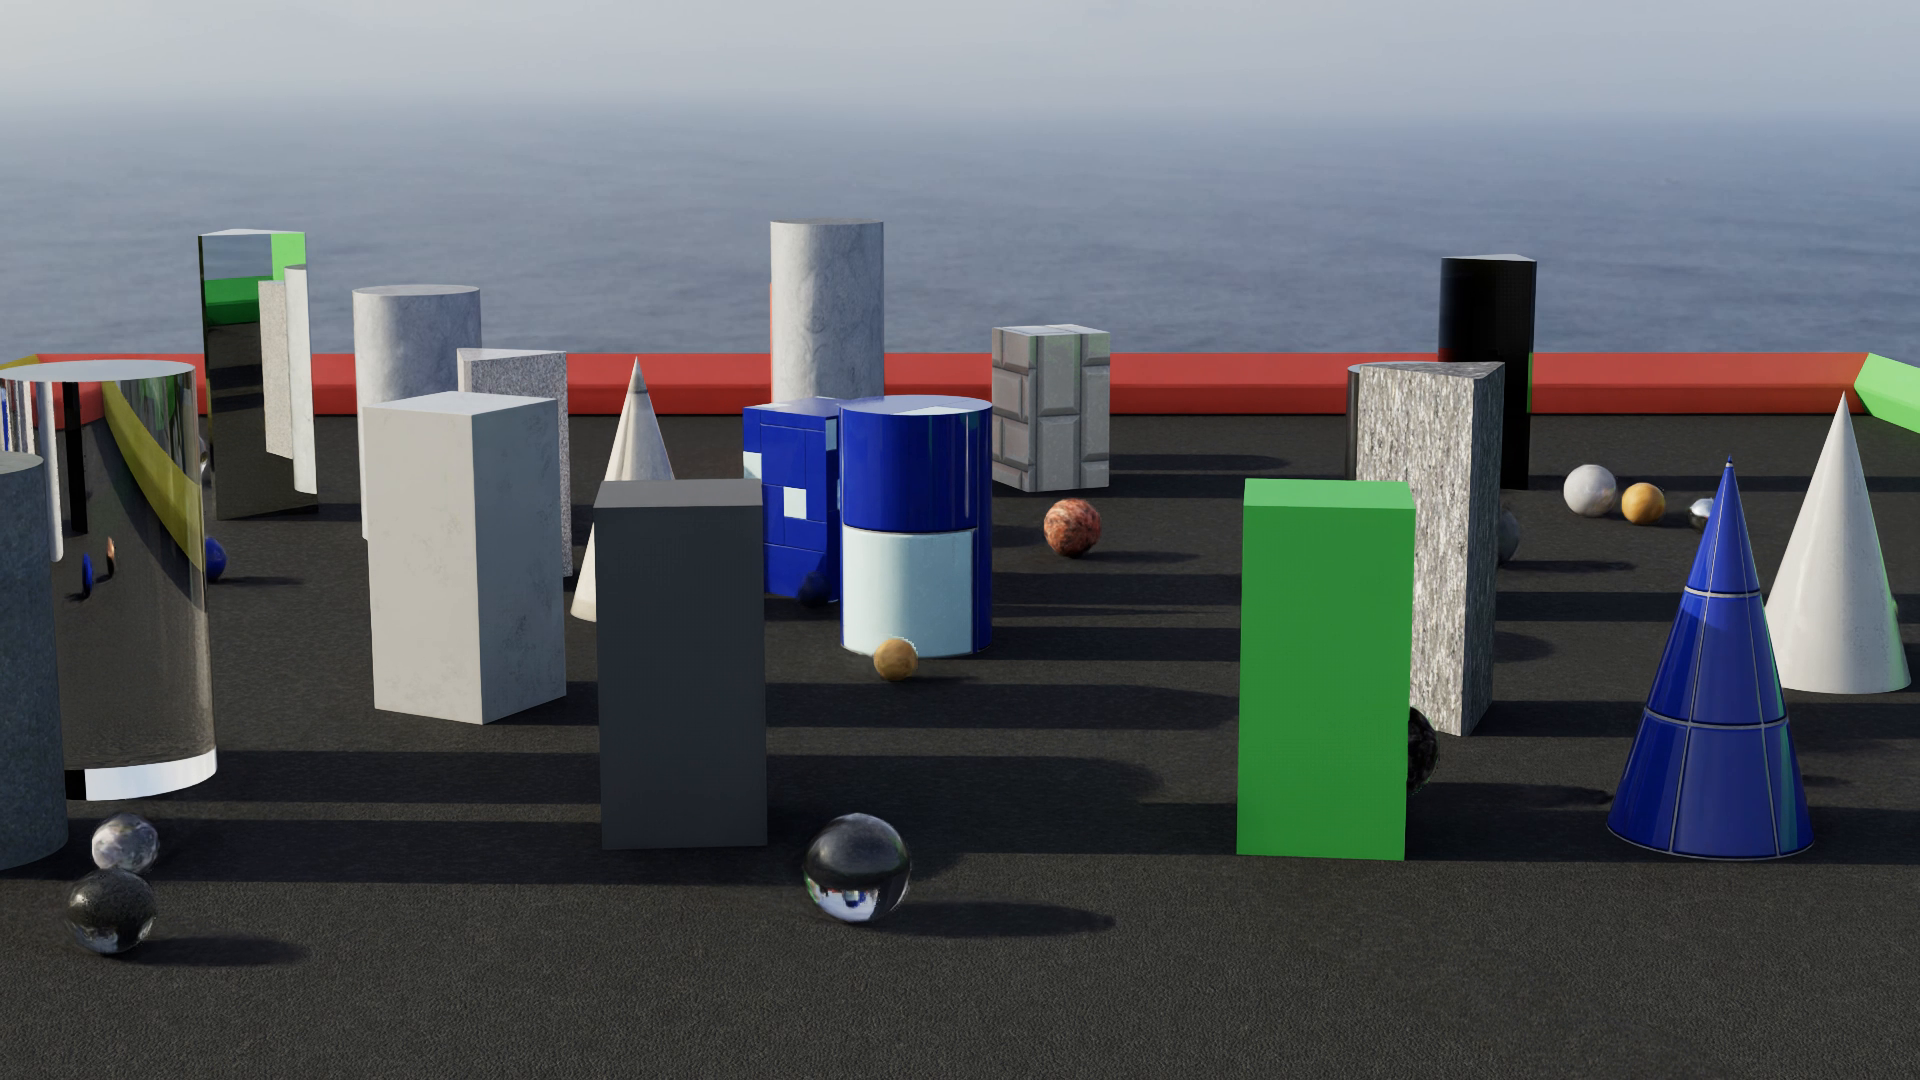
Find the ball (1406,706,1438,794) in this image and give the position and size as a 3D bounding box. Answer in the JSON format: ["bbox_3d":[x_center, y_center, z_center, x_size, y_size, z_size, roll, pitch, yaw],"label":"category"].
[{"bbox_3d":[0.432,0.210,2.579,0.097,0.097,0.097,0,11,0],"label":"ball"}]

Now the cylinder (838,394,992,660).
[{"bbox_3d":[-0.056,-0.020,3.243,0.193,0.305,0.193,0,11,0],"label":"cylinder"}]

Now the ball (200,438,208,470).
[{"bbox_3d":[-1.373,-0.149,4.512,0.095,0.095,0.095,0,11,0],"label":"ball"}]

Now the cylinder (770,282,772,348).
[{"bbox_3d":[-0.252,-0.309,4.735,0.193,0.329,0.193,0,11,0],"label":"cylinder"}]

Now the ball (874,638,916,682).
[{"bbox_3d":[-0.077,0.143,3.064,0.051,0.051,0.051,0,11,0],"label":"ball"}]

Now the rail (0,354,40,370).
[{"bbox_3d":[-1.902,0.034,3.438,0.045,0.126,3.961,0,11,0],"label":"rail"}]

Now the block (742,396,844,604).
[{"bbox_3d":[-0.192,-0.060,3.591,0.155,0.256,0.155,8,13,38],"label":"block"}]

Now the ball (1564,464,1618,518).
[{"bbox_3d":[1.025,-0.080,4.169,0.086,0.086,0.086,0,11,0],"label":"ball"}]

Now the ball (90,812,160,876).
[{"bbox_3d":[-0.756,0.277,2.322,0.059,0.059,0.059,0,11,0],"label":"ball"}]

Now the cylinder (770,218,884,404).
[{"bbox_3d":[-0.227,-0.318,4.425,0.193,0.461,0.193,0,11,0],"label":"cylinder"}]

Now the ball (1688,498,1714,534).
[{"bbox_3d":[1.168,-0.037,4.012,0.058,0.058,0.058,0,11,0],"label":"ball"}]

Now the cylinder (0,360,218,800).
[{"bbox_3d":[-0.871,0.036,2.625,0.193,0.421,0.193,0,11,0],"label":"cylinder"}]

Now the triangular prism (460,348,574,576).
[{"bbox_3d":[-0.669,-0.107,3.665,0.167,0.323,0.145,-10,15,-43],"label":"triangular prism"}]

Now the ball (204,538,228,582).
[{"bbox_3d":[-1.075,0.028,3.650,0.063,0.063,0.063,0,11,0],"label":"ball"}]

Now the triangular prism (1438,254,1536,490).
[{"bbox_3d":[0.941,-0.299,4.502,0.167,0.395,0.145,6,12,29],"label":"triangular prism"}]

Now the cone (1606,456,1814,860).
[{"bbox_3d":[0.721,0.099,2.436,0.193,0.367,0.193,0,11,0],"label":"cone"}]

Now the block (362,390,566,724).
[{"bbox_3d":[-0.564,0.016,2.933,0.155,0.349,0.155,6,12,28],"label":"block"}]

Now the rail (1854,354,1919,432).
[{"bbox_3d":[1.902,0.030,3.460,0.045,0.126,3.961,0,11,0],"label":"rail"}]

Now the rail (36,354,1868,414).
[{"bbox_3d":[-0.011,-0.325,5.373,3.852,0.126,0.045,0,11,0],"label":"rail"}]

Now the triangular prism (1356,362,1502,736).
[{"bbox_3d":[0.556,0.001,2.887,0.145,0.394,0.167,-9,14,-39],"label":"triangular prism"}]

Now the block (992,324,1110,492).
[{"bbox_3d":[0.158,-0.233,4.489,0.155,0.269,0.155,-4,11,-23],"label":"block"}]

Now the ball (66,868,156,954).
[{"bbox_3d":[-0.704,0.307,2.125,0.071,0.071,0.071,0,11,0],"label":"ball"}]

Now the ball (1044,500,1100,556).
[{"bbox_3d":[0.168,-0.018,3.837,0.086,0.086,0.086,0,11,0],"label":"ball"}]

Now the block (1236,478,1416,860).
[{"bbox_3d":[0.344,0.119,2.429,0.155,0.330,0.155,1,11,7],"label":"block"}]

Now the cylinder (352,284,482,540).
[{"bbox_3d":[-0.839,-0.198,3.992,0.193,0.382,0.193,0,11,0],"label":"cylinder"}]

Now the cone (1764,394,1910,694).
[{"bbox_3d":[1.046,-0.007,3.066,0.193,0.345,0.193,0,11,0],"label":"cone"}]

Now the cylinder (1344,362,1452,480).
[{"bbox_3d":[0.616,-0.070,3.464,0.193,0.323,0.193,0,11,0],"label":"cylinder"}]

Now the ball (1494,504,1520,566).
[{"bbox_3d":[0.773,-0.008,3.762,0.093,0.093,0.093,0,11,0],"label":"ball"}]

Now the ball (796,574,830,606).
[{"bbox_3d":[-0.200,0.067,3.491,0.044,0.044,0.044,0,11,0],"label":"ball"}]

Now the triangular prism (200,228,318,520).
[{"bbox_3d":[-1.159,-0.275,4.199,0.167,0.458,0.145,-5,12,-25],"label":"triangular prism"}]

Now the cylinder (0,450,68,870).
[{"bbox_3d":[-0.942,0.110,2.383,0.193,0.364,0.193,0,11,0],"label":"cylinder"}]

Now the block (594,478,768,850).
[{"bbox_3d":[-0.265,0.115,2.460,0.155,0.326,0.155,-1,11,-5],"label":"block"}]

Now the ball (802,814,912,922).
[{"bbox_3d":[-0.088,0.281,2.203,0.093,0.093,0.093,0,11,0],"label":"ball"}]

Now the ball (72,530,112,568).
[{"bbox_3d":[-1.268,0.013,3.745,0.057,0.057,0.057,0,11,0],"label":"ball"}]

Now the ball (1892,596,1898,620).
[{"bbox_3d":[1.124,0.093,3.211,0.094,0.094,0.094,0,11,0],"label":"ball"}]

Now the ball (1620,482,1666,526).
[{"bbox_3d":[1.090,-0.058,4.096,0.068,0.068,0.068,0,11,0],"label":"ball"}]

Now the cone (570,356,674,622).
[{"bbox_3d":[-0.429,-0.076,3.437,0.193,0.344,0.193,0,11,0],"label":"cone"}]
